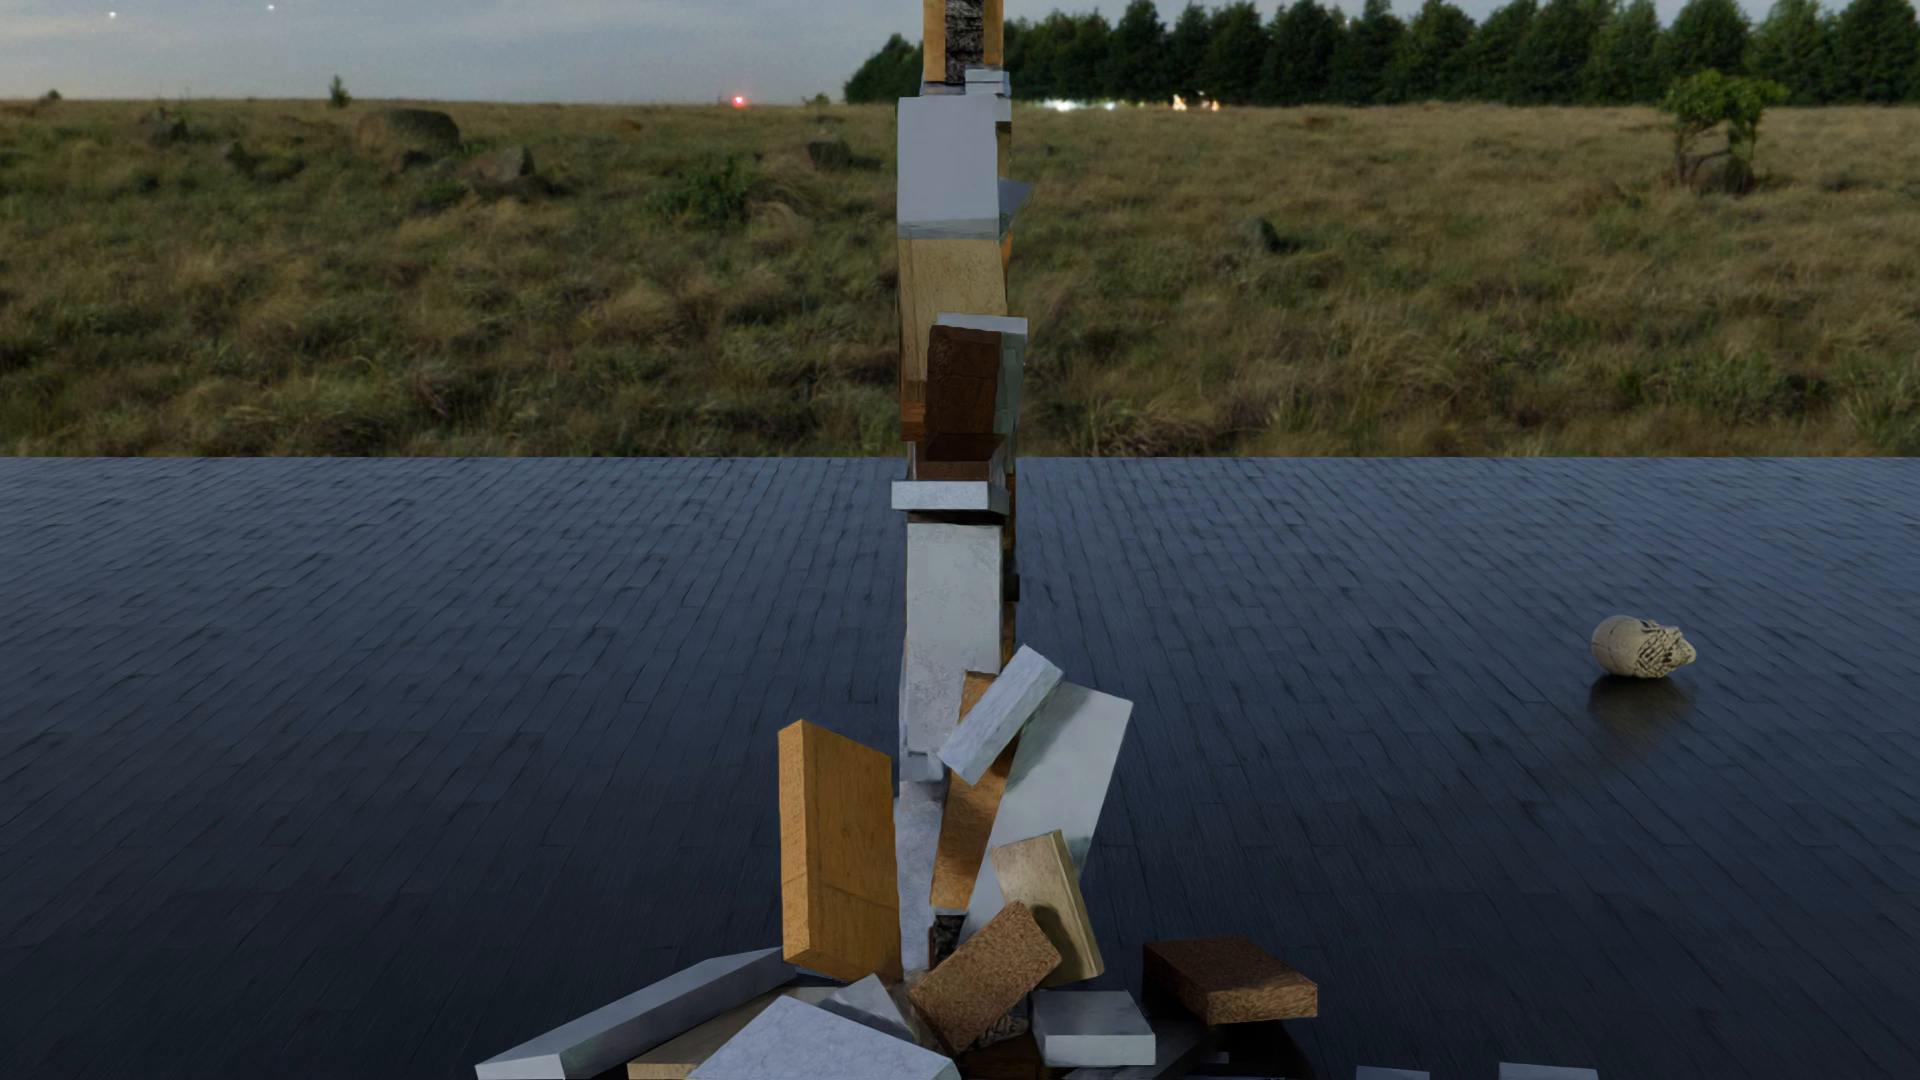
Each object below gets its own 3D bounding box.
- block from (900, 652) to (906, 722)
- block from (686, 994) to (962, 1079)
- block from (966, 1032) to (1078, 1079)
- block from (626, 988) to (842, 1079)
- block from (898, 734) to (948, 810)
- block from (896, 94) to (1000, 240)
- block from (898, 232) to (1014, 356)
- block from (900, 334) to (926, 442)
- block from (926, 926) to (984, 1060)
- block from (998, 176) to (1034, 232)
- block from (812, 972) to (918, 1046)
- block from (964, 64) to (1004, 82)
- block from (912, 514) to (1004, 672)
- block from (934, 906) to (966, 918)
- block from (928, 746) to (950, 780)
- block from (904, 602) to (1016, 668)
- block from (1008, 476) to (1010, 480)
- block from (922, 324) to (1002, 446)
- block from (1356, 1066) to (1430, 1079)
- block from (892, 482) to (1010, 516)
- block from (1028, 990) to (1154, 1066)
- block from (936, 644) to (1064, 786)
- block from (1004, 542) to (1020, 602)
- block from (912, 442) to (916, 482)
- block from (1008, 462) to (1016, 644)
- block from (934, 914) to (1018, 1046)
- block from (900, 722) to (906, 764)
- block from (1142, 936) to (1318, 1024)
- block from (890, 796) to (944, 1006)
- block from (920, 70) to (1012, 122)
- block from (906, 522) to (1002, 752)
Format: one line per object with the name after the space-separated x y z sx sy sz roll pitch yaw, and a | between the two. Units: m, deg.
-0.003 0.221 3.529 0.180 0.051 0.360 0 10 0 | block
-0.163 0.644 2.602 0.165 0.047 0.330 -37 27 -32 | block
0.108 0.656 2.815 0.102 0.029 0.203 -4 -2 34 | block
-0.270 0.673 2.948 0.174 0.049 0.347 -7 3 28 | block
-0.010 0.336 3.262 0.151 0.043 0.302 0 10 1 | block
-0.020 -0.633 3.728 0.168 0.048 0.336 -2 48 2 | block
-0.005 -0.464 4.117 0.178 0.050 0.355 7 44 1 | block
-0.020 -0.277 3.510 0.151 0.043 0.301 1 47 -3 | block
0.008 0.632 3.070 0.102 0.029 0.204 3 41 -6 | block
0.056 -0.601 3.902 0.109 0.031 0.219 14 25 7 | block
-0.106 0.676 2.605 0.174 0.049 0.458 -26 23 -10 | block
0.044 -0.871 4.098 0.072 0.020 0.143 0 17 -1 | block
-0.002 0.092 3.327 0.136 0.272 0.039 1 25 3 | block
0.015 0.578 3.173 0.102 0.204 0.029 -1 8 -5 | block
0.047 0.317 3.184 0.169 0.024 0.085 -3 11 -18 | block
0.004 0.148 3.654 0.172 0.049 0.344 0 10 2 | block
0.011 0.035 4.163 0.159 0.319 0.045 1 23 1 | block
0.002 -0.224 3.273 0.104 0.207 0.029 7 43 2 | block
0.555 0.732 2.831 0.095 0.027 0.189 2 11 12 | block
-0.010 -0.059 3.238 0.136 0.039 0.272 1 -1 8 | block
0.162 0.615 2.778 0.133 0.038 0.266 0 0 -3 | block
0.053 0.235 2.971 0.028 0.194 0.097 40 -3 -22 | block
0.015 0.055 3.923 0.172 0.049 0.344 0 9 0 | block
-0.003 -0.158 3.821 0.157 0.044 0.314 0 41 -1 | block
0.029 0.000 4.287 0.159 0.402 0.045 0 8 1 | block
0.022 0.609 3.046 0.102 0.029 0.204 4 39 -9 | block
-0.003 0.441 3.479 0.180 0.360 0.051 0 16 1 | block
0.386 0.634 3.184 0.158 0.045 0.317 -2 2 -12 | block
-0.028 0.524 3.197 0.151 0.302 0.043 -1 8 -5 | block
0.011 -0.855 4.226 0.171 0.048 0.342 0 20 0 | block
-0.009 0.144 3.248 0.136 0.339 0.039 1 5 4 | block
